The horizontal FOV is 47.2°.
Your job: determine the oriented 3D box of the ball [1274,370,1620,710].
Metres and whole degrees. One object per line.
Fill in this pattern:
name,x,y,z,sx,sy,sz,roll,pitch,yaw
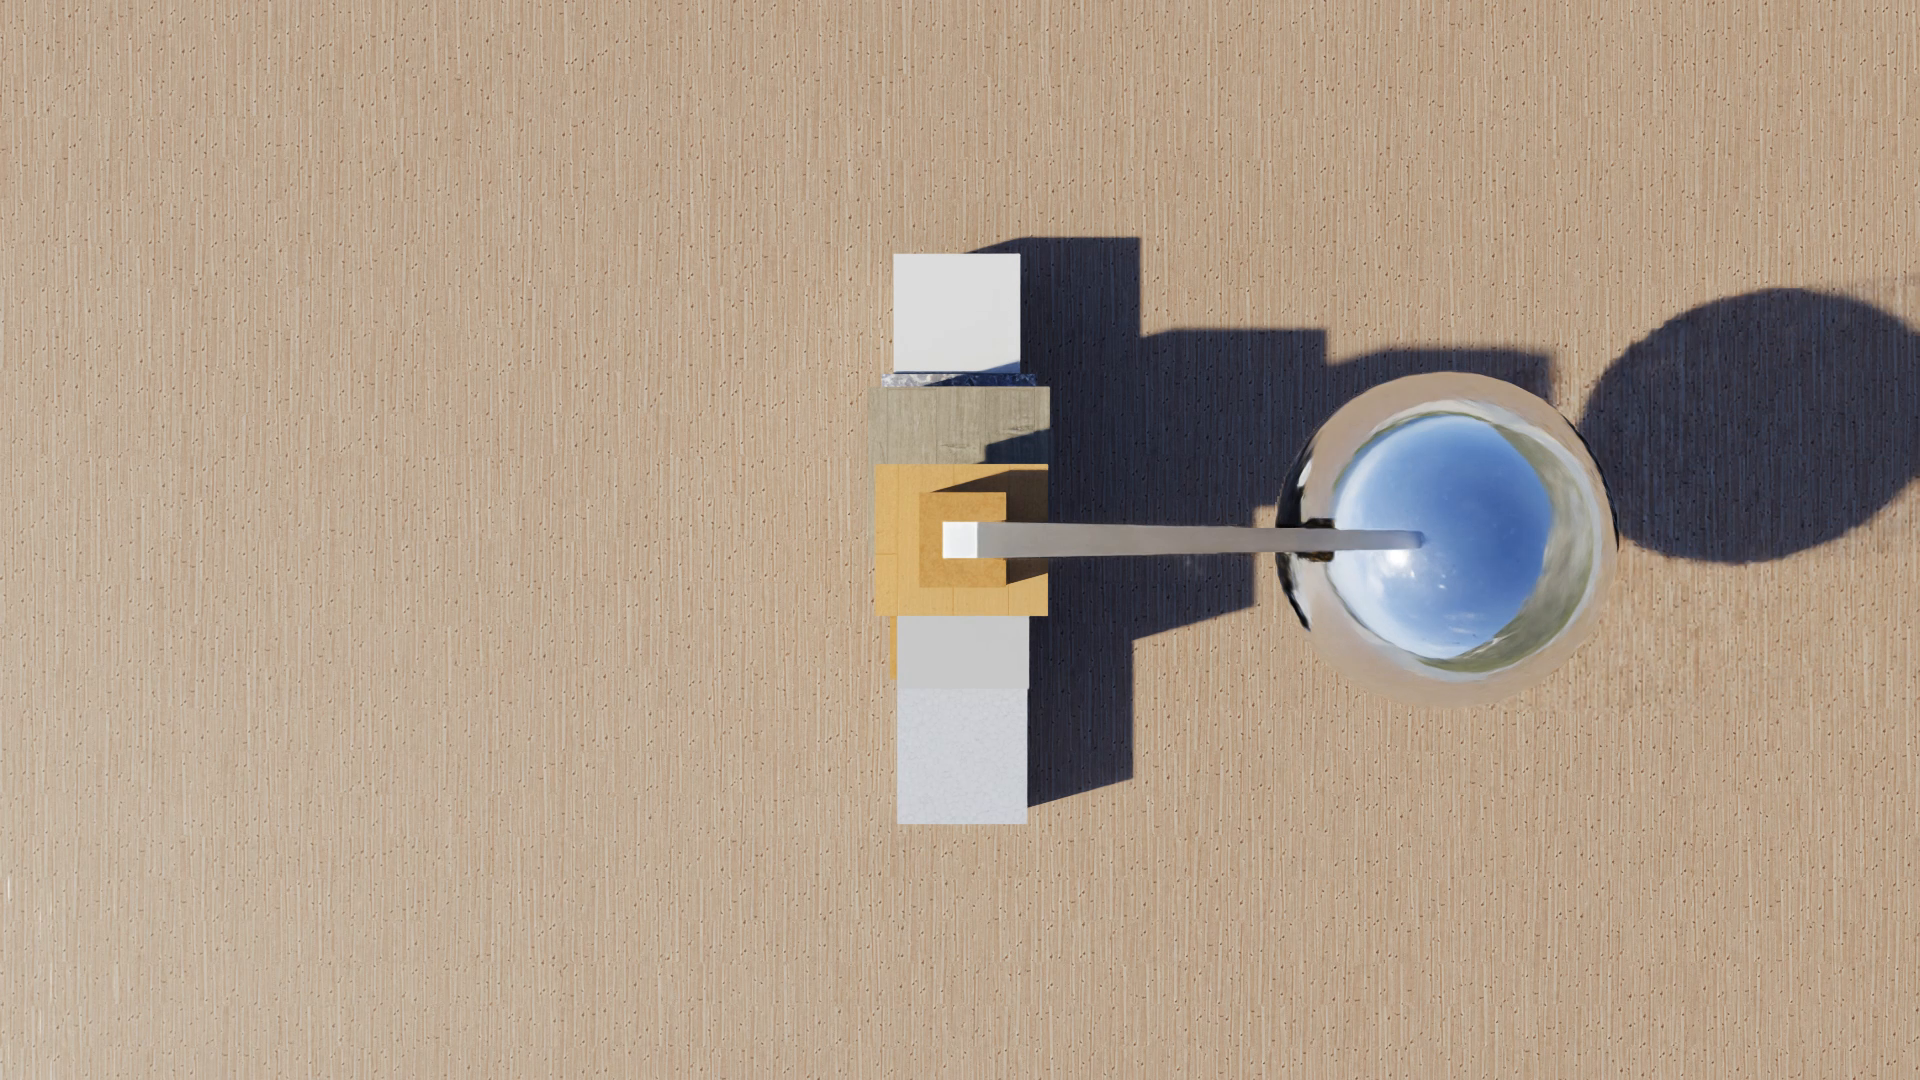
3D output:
ball,2.295,0.000,10.431,1.600,1.600,1.600,0,90,0

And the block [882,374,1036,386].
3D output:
block,-0.007,-0.509,12.565,0.852,0.870,0.813,0,90,0

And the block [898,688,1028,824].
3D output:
block,0.013,1.187,12.654,0.727,0.692,0.807,0,90,0

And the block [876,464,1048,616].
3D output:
block,0.007,0.000,10.275,0.779,0.725,0.683,0,90,0

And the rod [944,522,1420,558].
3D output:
rod,0.994,0.000,7.290,0.080,5.200,0.080,0,90,22

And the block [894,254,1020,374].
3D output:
block,-0.017,-1.258,12.610,0.703,0.781,0.665,0,90,0

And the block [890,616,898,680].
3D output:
block,-0.003,0.341,12.596,0.770,0.809,0.866,0,90,0

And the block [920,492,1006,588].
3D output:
block,0.011,0.000,9.696,0.374,0.433,0.410,0,90,0

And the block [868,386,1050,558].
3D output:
block,-0.006,-0.345,11.652,0.923,0.956,0.867,0,90,0

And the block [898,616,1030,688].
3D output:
block,0.017,0.439,11.860,0.692,0.663,0.681,0,90,0
